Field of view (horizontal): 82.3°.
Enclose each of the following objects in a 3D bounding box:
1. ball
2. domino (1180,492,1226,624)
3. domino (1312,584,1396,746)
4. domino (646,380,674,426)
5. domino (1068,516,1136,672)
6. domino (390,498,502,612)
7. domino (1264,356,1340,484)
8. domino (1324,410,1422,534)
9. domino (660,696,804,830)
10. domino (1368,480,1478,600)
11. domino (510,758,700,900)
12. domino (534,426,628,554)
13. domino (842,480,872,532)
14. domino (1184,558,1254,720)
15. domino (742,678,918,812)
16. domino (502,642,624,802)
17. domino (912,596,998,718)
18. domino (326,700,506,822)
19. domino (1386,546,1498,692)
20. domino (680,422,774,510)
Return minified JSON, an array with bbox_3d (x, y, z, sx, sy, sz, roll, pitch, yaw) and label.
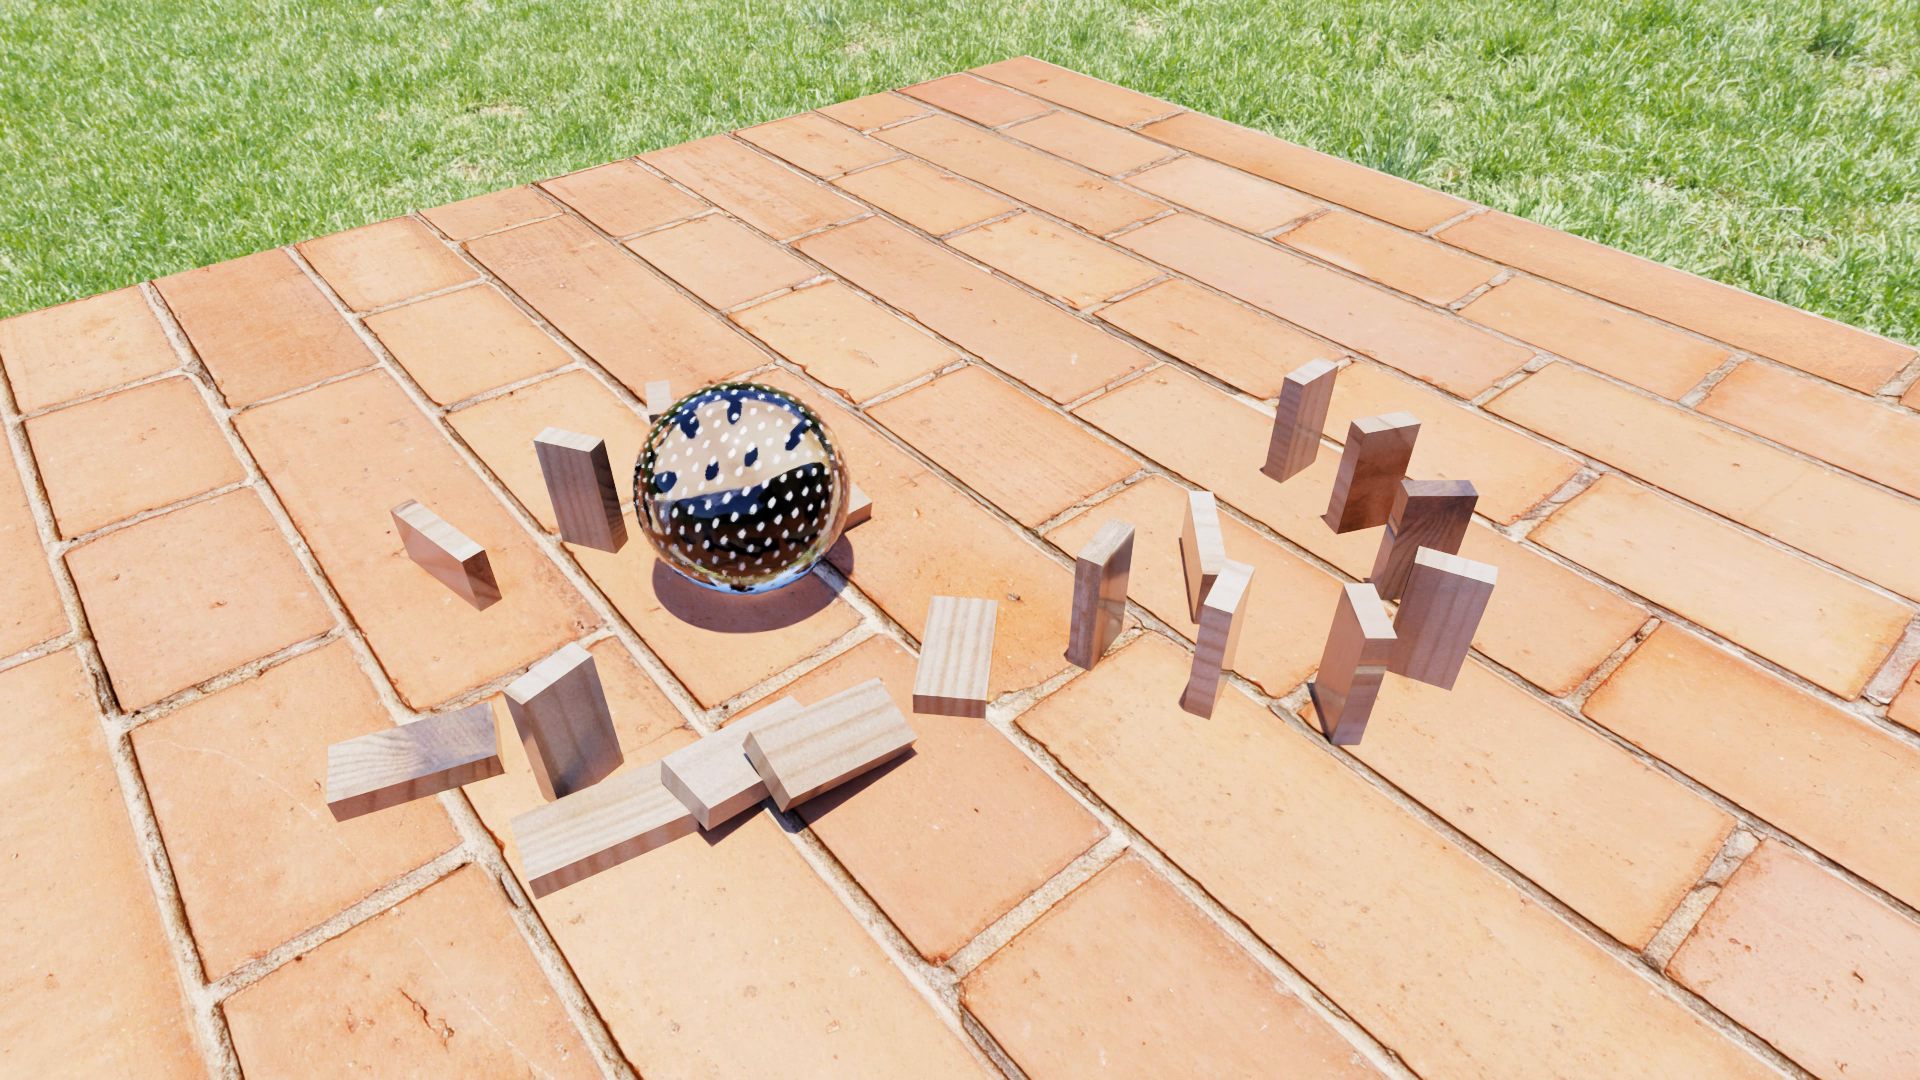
[{"bbox_3d":[-0.081,-0.019,0.412,0.080,0.080,0.080,0,39,0],"label":"ball"},{"bbox_3d":[0.094,0.006,0.424,0.010,0.025,0.050,2,39,3],"label":"domino"},{"bbox_3d":[0.129,0.041,0.361,0.010,0.050,0.025,0,39,0],"label":"domino"},{"bbox_3d":[-0.121,-0.038,0.458,0.009,0.050,0.025,-10,40,-12],"label":"domino"},{"bbox_3d":[0.050,0.020,0.388,0.009,0.050,0.025,22,44,25],"label":"domino"},{"bbox_3d":[-0.199,0.005,0.425,0.050,0.025,0.009,27,46,29],"label":"domino"},{"bbox_3d":[0.147,-0.051,0.474,0.025,0.050,0.010,-29,47,-30],"label":"domino"},{"bbox_3d":[0.166,-0.027,0.444,0.025,0.050,0.010,-11,41,-13],"label":"domino"},{"bbox_3d":[-0.066,0.070,0.350,0.025,0.009,0.050,35,40,31],"label":"domino"},{"bbox_3d":[0.172,0.001,0.411,0.025,0.050,0.009,0,39,0],"label":"domino"},{"bbox_3d":[-0.109,0.087,0.337,0.050,0.009,0.025,-20,43,-22],"label":"domino"},{"bbox_3d":[-0.149,-0.019,0.435,0.025,0.050,0.009,12,41,15],"label":"domino"},{"bbox_3d":[-0.062,-0.023,0.463,0.025,0.009,0.050,-29,60,-31],"label":"domino"},{"bbox_3d":[0.087,0.034,0.370,0.010,0.050,0.025,18,43,21],"label":"domino"},{"bbox_3d":[-0.041,0.064,0.350,0.050,0.010,0.025,-19,63,-40],"label":"domino"},{"bbox_3d":[-0.122,0.058,0.340,0.009,0.050,0.025,25,46,28],"label":"domino"},{"bbox_3d":[-0.001,0.041,0.393,0.025,0.010,0.050,4,39,5],"label":"domino"},{"bbox_3d":[-0.176,0.071,0.357,0.050,0.010,0.025,-15,42,-17],"label":"domino"},{"bbox_3d":[0.163,0.028,0.378,0.025,0.050,0.010,18,42,20],"label":"domino"},{"bbox_3d":[-0.102,-0.033,0.484,0.025,0.010,0.050,-31,49,-32],"label":"domino"}]
